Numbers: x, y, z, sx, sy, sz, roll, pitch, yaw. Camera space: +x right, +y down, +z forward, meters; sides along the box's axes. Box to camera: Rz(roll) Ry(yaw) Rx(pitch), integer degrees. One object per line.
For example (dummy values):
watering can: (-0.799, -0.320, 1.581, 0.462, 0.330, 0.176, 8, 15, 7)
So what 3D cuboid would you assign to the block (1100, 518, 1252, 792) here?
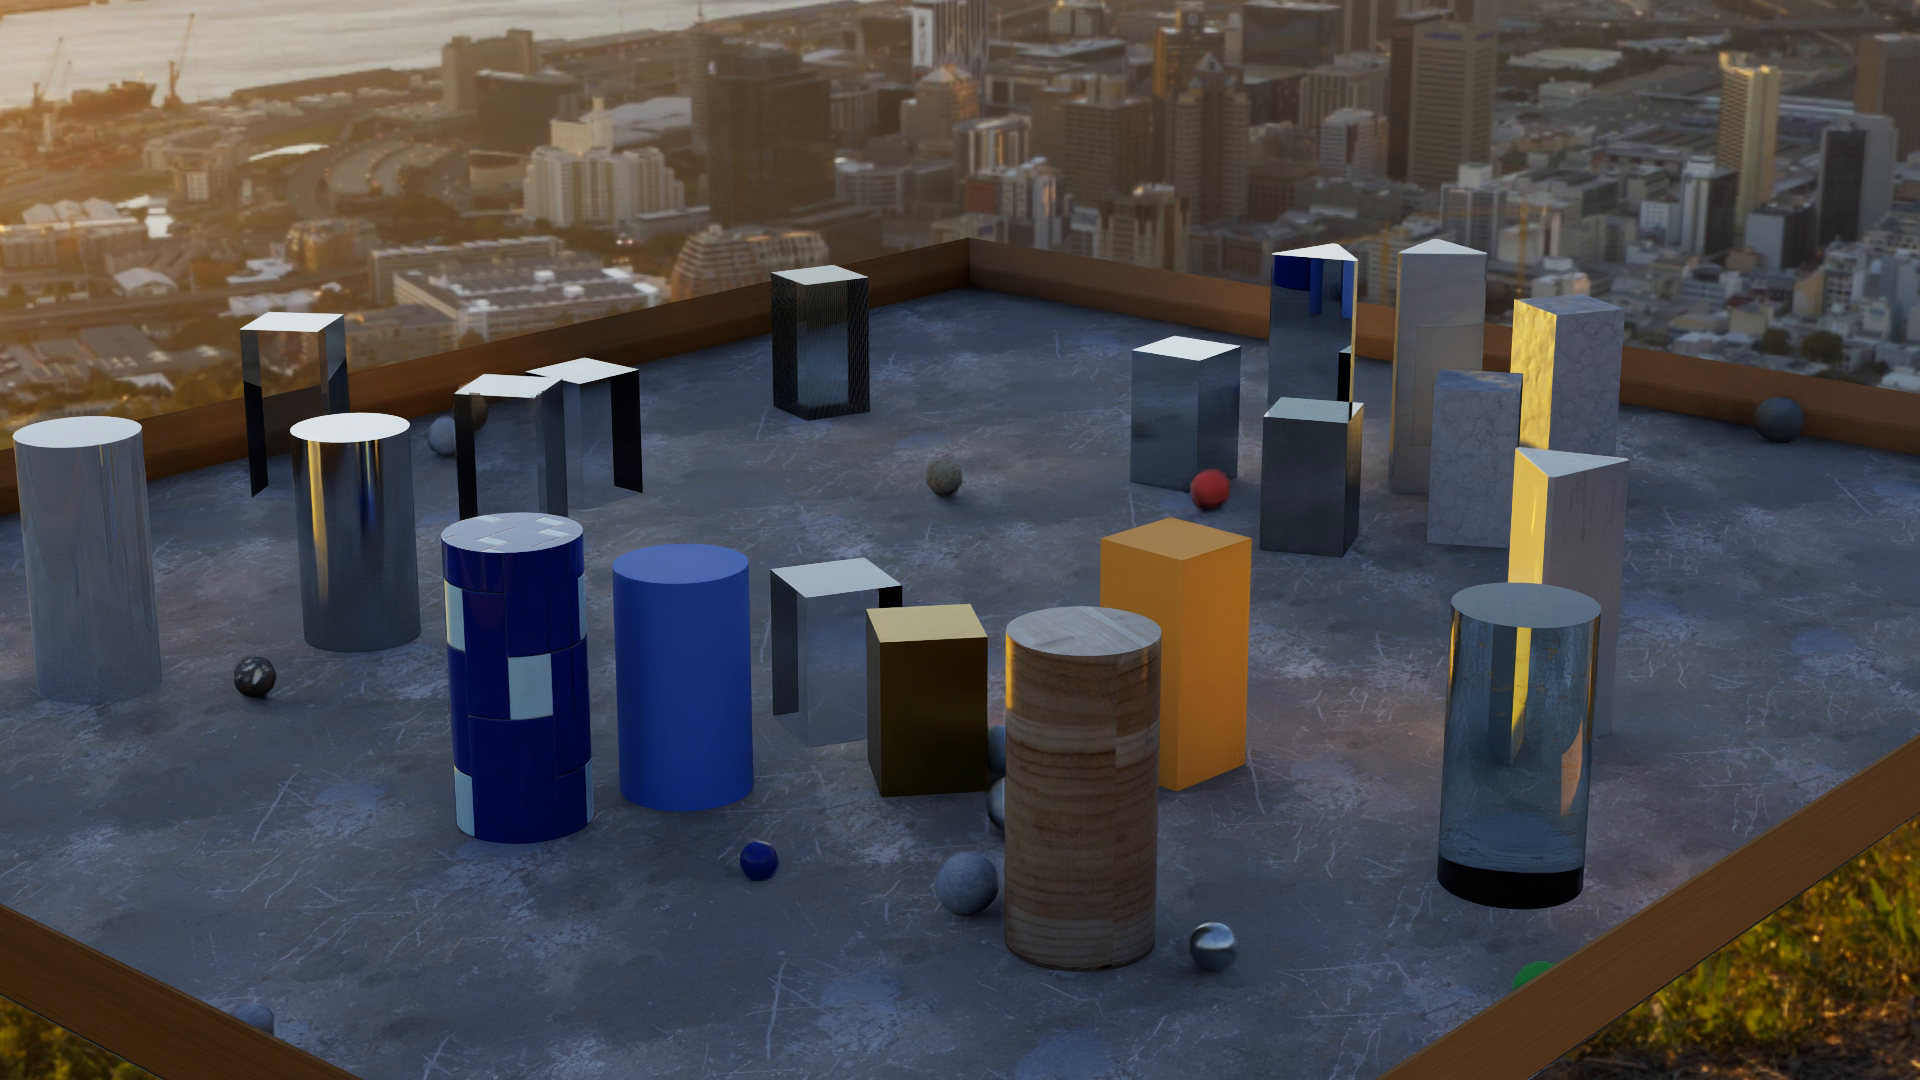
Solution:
block: (0.313, 0.165, 4.293, 0.154, 0.350, 0.154, 16, 23, 42)

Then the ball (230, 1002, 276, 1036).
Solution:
ball: (-0.835, 0.572, 3.453, 0.055, 0.055, 0.055, 0, 17, 0)

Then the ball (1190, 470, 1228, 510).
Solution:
ball: (0.479, -0.096, 5.635, 0.075, 0.075, 0.075, 0, 17, 0)

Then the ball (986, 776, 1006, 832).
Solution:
ball: (0.077, 0.368, 4.085, 0.082, 0.082, 0.082, 0, 17, 0)

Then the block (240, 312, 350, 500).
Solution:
block: (-1.294, -0.262, 5.732, 0.154, 0.336, 0.154, 2, 17, 7)

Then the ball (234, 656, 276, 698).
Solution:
ball: (-1.111, 0.215, 4.618, 0.065, 0.065, 0.065, 0, 17, 0)

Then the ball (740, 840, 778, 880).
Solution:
ball: (-0.270, 0.430, 3.933, 0.051, 0.051, 0.051, 0, 17, 0)

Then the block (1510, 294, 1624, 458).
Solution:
block: (1.199, -0.296, 5.817, 0.154, 0.351, 0.154, -6, 18, -20)

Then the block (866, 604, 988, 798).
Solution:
block: (-0.049, 0.232, 4.268, 0.154, 0.235, 0.154, -3, 17, -9)

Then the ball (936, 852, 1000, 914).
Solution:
ball: (0.010, 0.447, 3.823, 0.081, 0.081, 0.081, 0, 17, 0)

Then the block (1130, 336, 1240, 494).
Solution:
block: (0.446, -0.249, 5.805, 0.154, 0.269, 0.154, 12, 21, 35)

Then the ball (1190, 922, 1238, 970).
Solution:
ball: (0.317, 0.507, 3.660, 0.061, 0.061, 0.061, 0, 17, 0)

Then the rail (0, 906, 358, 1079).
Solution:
rail: (-1.289, 0.460, 3.699, 3.398, 0.125, 0.045, 14, 22, 39)

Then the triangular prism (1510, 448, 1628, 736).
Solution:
triangular prism: (0.883, 0.083, 4.425, 0.167, 0.430, 0.145, -12, 21, -35)

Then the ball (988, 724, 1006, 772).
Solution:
ball: (0.062, 0.307, 4.307, 0.070, 0.070, 0.070, 0, 17, 0)

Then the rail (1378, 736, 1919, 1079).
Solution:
rail: (1.265, 0.349, 4.069, 0.045, 0.125, 3.979, 14, 22, 39)

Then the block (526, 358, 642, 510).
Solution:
block: (-0.731, -0.208, 5.705, 0.154, 0.249, 0.154, 14, 22, 38)

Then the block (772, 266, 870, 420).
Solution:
block: (-0.302, -0.428, 6.349, 0.154, 0.297, 0.154, -10, 19, -30)

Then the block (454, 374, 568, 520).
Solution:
block: (-0.828, -0.143, 5.416, 0.154, 0.291, 0.154, 3, 17, 11)

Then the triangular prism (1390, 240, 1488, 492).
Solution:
triangular prism: (0.930, -0.342, 5.755, 0.167, 0.476, 0.145, 1, 17, 3)

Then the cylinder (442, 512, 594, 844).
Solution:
cylinder: (-0.614, 0.191, 4.085, 0.193, 0.421, 0.193, 0, 17, 0)

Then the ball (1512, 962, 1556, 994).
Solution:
ball: (0.699, 0.542, 3.525, 0.071, 0.071, 0.071, 0, 17, 0)

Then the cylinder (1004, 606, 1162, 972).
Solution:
cylinder: (0.153, 0.312, 3.690, 0.193, 0.417, 0.193, 0, 17, 0)

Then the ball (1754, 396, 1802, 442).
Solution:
ball: (1.706, -0.252, 6.112, 0.097, 0.097, 0.097, 0, 17, 0)

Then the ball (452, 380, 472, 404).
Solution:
ball: (-1.031, -0.292, 6.245, 0.096, 0.096, 0.096, 0, 17, 0)

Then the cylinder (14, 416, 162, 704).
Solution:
cylinder: (-1.374, 0.030, 4.627, 0.193, 0.415, 0.193, 0, 17, 0)

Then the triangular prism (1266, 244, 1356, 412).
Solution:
triangular prism: (0.700, -0.327, 5.699, 0.167, 0.479, 0.145, 7, 18, 22)

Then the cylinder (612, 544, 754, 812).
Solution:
cylinder: (-0.397, 0.195, 4.210, 0.193, 0.339, 0.193, 0, 17, 0)

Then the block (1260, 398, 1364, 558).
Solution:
block: (0.647, -0.117, 5.395, 0.154, 0.253, 0.154, 5, 18, 17)

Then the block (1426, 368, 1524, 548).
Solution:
block: (0.956, -0.153, 5.441, 0.154, 0.295, 0.154, 4, 17, 12)

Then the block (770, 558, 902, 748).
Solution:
block: (-0.188, 0.170, 4.470, 0.154, 0.238, 0.154, -7, 18, -22)

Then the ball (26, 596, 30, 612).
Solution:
ball: (-1.537, 0.103, 4.963, 0.081, 0.081, 0.081, 0, 17, 0)

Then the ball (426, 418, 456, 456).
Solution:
ball: (-1.055, -0.212, 6.015, 0.077, 0.077, 0.077, 0, 17, 0)

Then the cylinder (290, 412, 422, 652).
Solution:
cylinder: (-1.002, -0.014, 4.870, 0.193, 0.358, 0.193, 0, 17, 0)

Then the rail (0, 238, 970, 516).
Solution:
rail: (-1.265, -0.286, 6.172, 0.045, 0.125, 3.979, 14, 22, 39)

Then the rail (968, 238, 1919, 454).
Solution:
rail: (1.289, -0.398, 6.542, 3.398, 0.125, 0.045, 14, 22, 39)

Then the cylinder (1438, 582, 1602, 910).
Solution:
cylinder: (0.738, 0.270, 3.877, 0.193, 0.389, 0.193, 0, 17, 0)

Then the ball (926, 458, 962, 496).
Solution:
ball: (-0.031, -0.123, 5.727, 0.073, 0.073, 0.073, 0, 17, 0)
